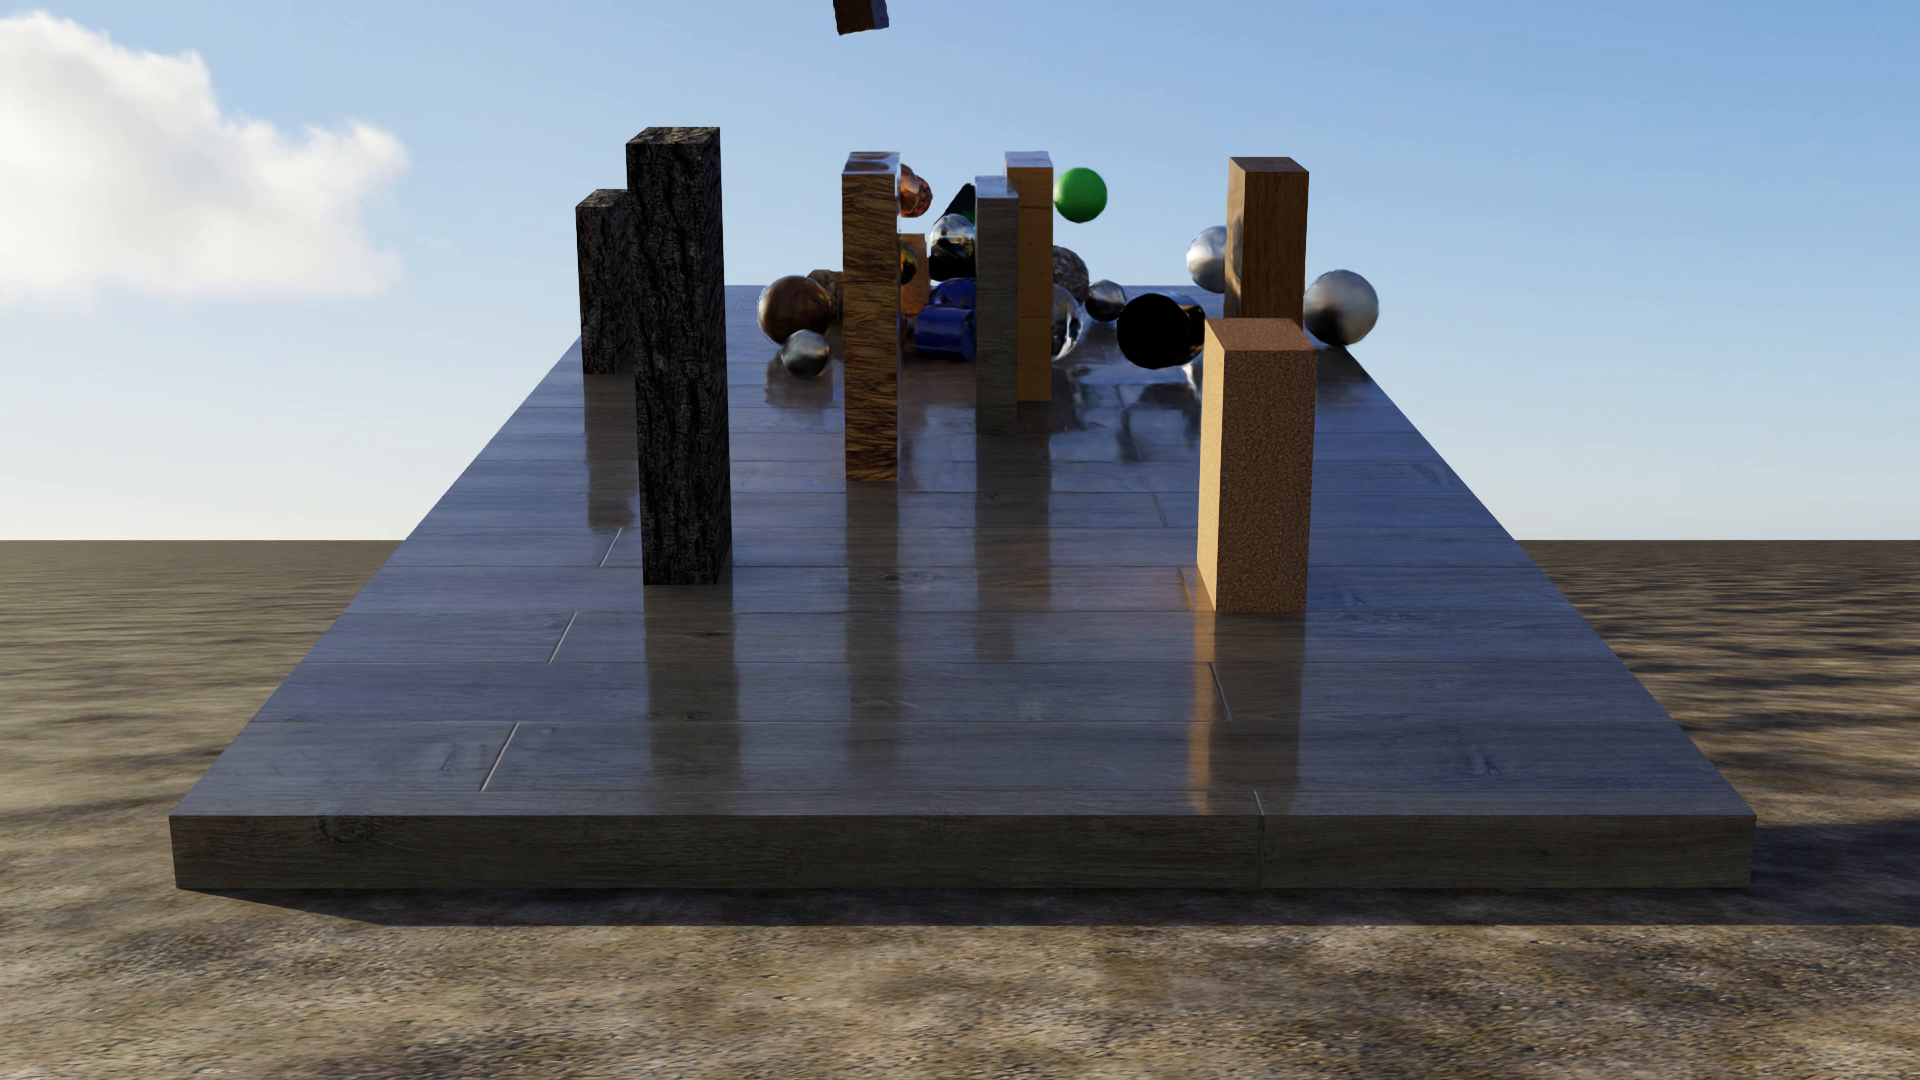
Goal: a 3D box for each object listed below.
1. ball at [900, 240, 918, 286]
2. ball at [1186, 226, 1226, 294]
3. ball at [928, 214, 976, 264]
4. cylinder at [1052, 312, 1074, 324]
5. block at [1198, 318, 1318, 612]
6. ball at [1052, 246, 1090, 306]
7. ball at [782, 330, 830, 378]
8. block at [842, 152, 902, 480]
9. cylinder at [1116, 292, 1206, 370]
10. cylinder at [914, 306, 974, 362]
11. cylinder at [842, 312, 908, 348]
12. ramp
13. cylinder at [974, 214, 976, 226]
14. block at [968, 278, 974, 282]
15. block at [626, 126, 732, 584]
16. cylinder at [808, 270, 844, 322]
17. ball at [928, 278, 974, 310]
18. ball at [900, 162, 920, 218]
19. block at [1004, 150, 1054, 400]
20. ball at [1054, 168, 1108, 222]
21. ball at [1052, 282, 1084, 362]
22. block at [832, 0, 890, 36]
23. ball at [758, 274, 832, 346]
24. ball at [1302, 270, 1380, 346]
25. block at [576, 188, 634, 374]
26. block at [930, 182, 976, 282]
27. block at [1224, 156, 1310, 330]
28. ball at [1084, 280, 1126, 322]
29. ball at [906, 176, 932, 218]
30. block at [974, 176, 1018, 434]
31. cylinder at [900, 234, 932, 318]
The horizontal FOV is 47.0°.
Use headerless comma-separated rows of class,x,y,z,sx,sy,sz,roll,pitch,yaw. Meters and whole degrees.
ball,-0.170,-0.708,5.653,0.124,0.124,0.124,0,0,0
ball,0.708,-0.763,6.008,0.182,0.182,0.182,0,0,0
ball,-0.018,-0.821,6.030,0.137,0.137,0.137,0,0,0
cylinder,0.205,-0.702,6.048,0.189,0.189,0.189,0,17,-36
block,0.487,-0.129,3.652,0.146,0.430,0.278,0,16,0
ball,0.242,-0.665,5.697,0.185,0.185,0.185,0,0,0
ball,-0.372,-0.448,5.319,0.116,0.116,0.116,0,0,0
block,-0.175,-0.462,4.490,0.103,0.605,0.394,0,16,0
cylinder,0.485,-0.501,5.278,0.178,0.178,0.178,0,7,22
cylinder,-0.025,-0.517,5.535,0.129,0.129,0.129,9,4,28
cylinder,-0.216,-0.544,5.580,0.157,0.157,0.157,0,17,-6
ramp,-0.002,-0.161,4.716,2.000,0.100,4.000,0,16,0
cylinder,0.152,-0.925,6.432,0.162,0.162,0.162,0,17,40
block,0.048,-0.651,6.022,0.110,0.110,0.110,-13,20,-27
block,-0.472,-0.316,3.747,0.123,0.735,0.277,0,16,0
cylinder,-0.335,-0.663,6.023,0.138,0.138,0.138,10,5,31
ball,-0.007,-0.613,5.818,0.157,0.157,0.157,0,0,0
ball,-0.187,-0.924,5.838,0.160,0.160,0.160,0,0,0
block,0.157,-0.624,5.178,0.104,0.534,0.335,0,16,0
ball,0.345,-0.992,6.352,0.159,0.159,0.159,0,0,0
ball,0.205,-0.540,5.482,0.203,0.203,0.203,0,0,0
block,-0.285,-1.523,6.366,0.115,0.115,0.115,-5,11,21
ball,-0.423,-0.585,5.662,0.188,0.188,0.188,0,0,0
ball,0.982,-0.598,5.698,0.197,0.197,0.197,0,0,0
block,-0.876,-0.646,5.481,0.083,0.406,0.338,0,16,0
block,0.053,-0.835,6.230,0.204,0.204,0.204,25,-32,13
block,0.733,-0.653,5.331,0.148,0.505,0.313,0,16,0
ball,0.395,-0.651,6.025,0.115,0.115,0.115,0,0,0
ball,-0.138,-0.967,6.222,0.119,0.119,0.119,0,0,0
block,0.079,-0.526,4.884,0.087,0.509,0.387,0,16,0
cylinder,-0.184,-0.697,5.888,0.209,0.209,0.209,-7,3,0
